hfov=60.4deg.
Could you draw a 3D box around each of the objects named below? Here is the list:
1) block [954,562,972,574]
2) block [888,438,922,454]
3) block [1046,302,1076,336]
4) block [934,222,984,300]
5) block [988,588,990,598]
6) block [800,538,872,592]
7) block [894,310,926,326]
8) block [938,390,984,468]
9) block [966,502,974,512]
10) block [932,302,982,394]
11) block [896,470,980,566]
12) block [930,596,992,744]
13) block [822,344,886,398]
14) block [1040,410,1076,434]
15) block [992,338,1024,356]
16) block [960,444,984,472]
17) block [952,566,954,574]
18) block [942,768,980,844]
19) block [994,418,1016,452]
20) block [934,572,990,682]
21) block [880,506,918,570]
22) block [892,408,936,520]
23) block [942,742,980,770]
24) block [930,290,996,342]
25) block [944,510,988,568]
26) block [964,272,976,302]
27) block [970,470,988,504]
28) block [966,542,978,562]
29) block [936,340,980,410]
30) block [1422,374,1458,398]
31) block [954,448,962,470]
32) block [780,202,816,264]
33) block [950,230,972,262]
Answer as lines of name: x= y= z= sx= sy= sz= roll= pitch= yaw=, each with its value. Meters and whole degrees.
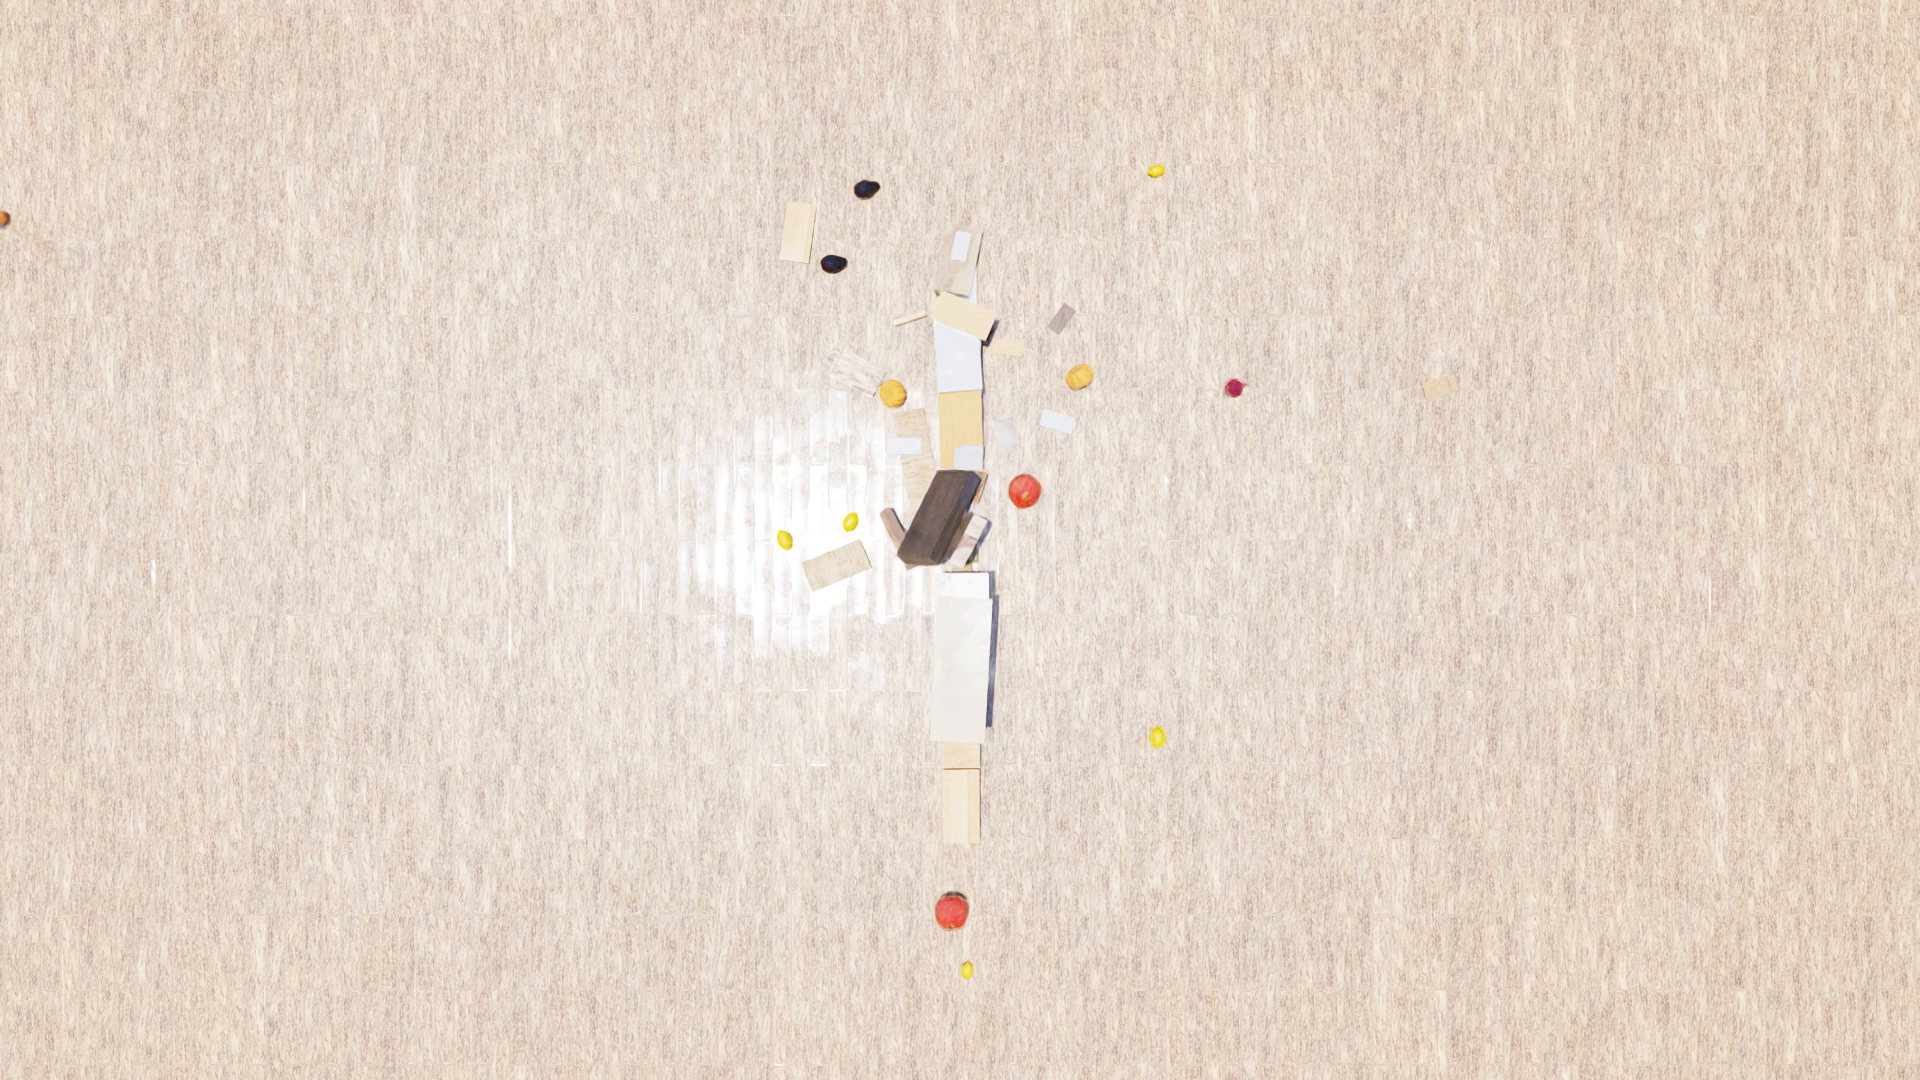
block: x=0.008 y=0.058 z=5.465 sx=0.056 sy=0.016 sz=0.113 roll=-1 pitch=60 yaw=0
block: x=-0.182 y=-0.311 z=5.462 sx=0.108 sy=0.015 sz=0.054 roll=1 pitch=90 yaw=0
block: x=0.338 y=-0.736 z=5.493 sx=0.050 sy=0.014 sz=0.100 roll=35 pitch=90 yaw=0
block: x=-0.005 y=-0.924 z=5.451 sx=0.120 sy=0.034 sz=0.240 roll=10 pitch=77 yaw=2
block: x=0.007 y=0.177 z=5.331 sx=0.169 sy=0.338 sz=0.048 roll=-1 pitch=90 yaw=0
block: x=-0.411 y=0.085 z=5.485 sx=0.213 sy=0.030 sz=0.107 roll=-22 pitch=90 yaw=0
block: x=-0.167 y=-0.734 z=5.473 sx=0.109 sy=0.054 sz=0.015 roll=-18 pitch=90 yaw=0
block: x=0.002 y=-0.385 z=5.437 sx=0.142 sy=0.040 sz=0.283 roll=-2 pitch=108 yaw=1
block: x=0.009 y=-0.116 z=5.476 sx=0.071 sy=0.020 sz=0.141 roll=4 pitch=100 yaw=-3
block: x=-0.009 y=-0.623 z=5.359 sx=0.142 sy=0.040 sz=0.284 roll=-5 pitch=87 yaw=0
block: x=-0.071 y=-0.075 z=5.357 sx=0.047 sy=0.167 sz=0.334 roll=41 pitch=65 yaw=-36
block: x=0.003 y=0.399 z=5.090 sx=0.167 sy=0.047 sz=0.444 roll=3 pitch=90 yaw=0
block: x=-0.353 y=-0.562 z=5.486 sx=0.194 sy=0.027 sz=0.097 roll=28 pitch=90 yaw=0
block: x=0.324 y=-0.394 z=5.492 sx=0.109 sy=0.015 sz=0.054 roll=17 pitch=90 yaw=0
block: x=0.159 y=-0.641 z=5.493 sx=0.100 sy=0.014 sz=0.050 roll=5 pitch=90 yaw=0
block: x=0.038 y=-0.248 z=5.423 sx=0.071 sy=0.020 sz=0.141 roll=1 pitch=122 yaw=-1
block: x=0.001 y=0.118 z=5.447 sx=0.056 sy=0.113 sz=0.016 roll=-1 pitch=120 yaw=0
block: x=0.004 y=0.877 z=5.449 sx=0.121 sy=0.034 sz=0.242 roll=-1 pitch=90 yaw=0
block: x=0.151 y=-0.348 z=5.492 sx=0.054 sy=0.015 sz=0.108 roll=-10 pitch=90 yaw=0
block: x=0.005 y=0.273 z=5.137 sx=0.169 sy=0.048 sz=0.338 roll=0 pitch=90 yaw=0
block: x=-0.202 y=-0.004 z=5.445 sx=0.030 sy=0.107 sz=0.213 roll=-27 pitch=90 yaw=-10
block: x=-0.131 y=-0.198 z=5.485 sx=0.107 sy=0.030 sz=0.471 roll=-11 pitch=90 yaw=0
block: x=0.004 y=0.634 z=5.457 sx=0.121 sy=0.034 sz=0.242 roll=-1 pitch=77 yaw=0
block: x=0.012 y=-0.724 z=5.330 sx=0.194 sy=0.027 sz=0.097 roll=23 pitch=87 yaw=1
block: x=0.004 y=-0.011 z=5.302 sx=0.047 sy=0.334 sz=0.167 roll=28 pitch=91 yaw=-9
block: x=-0.005 y=-0.792 z=5.483 sx=0.120 sy=0.034 sz=0.240 roll=0 pitch=90 yaw=0
block: x=0.048 y=-0.176 z=5.437 sx=0.054 sy=0.015 sz=0.108 roll=15 pitch=111 yaw=-8
block: x=0.030 y=0.022 z=5.466 sx=0.056 sy=0.016 sz=0.112 roll=0 pitch=61 yaw=0
block: x=-0.003 y=-0.569 z=5.433 sx=0.142 sy=0.040 sz=0.284 roll=1 pitch=103 yaw=0
block: x=1.596 y=-0.510 z=5.492 sx=0.109 sy=0.015 sz=0.054 roll=-16 pitch=90 yaw=0
block: x=0.015 y=-0.237 z=5.454 sx=0.071 sy=0.020 sz=0.141 roll=0 pitch=122 yaw=0
block: x=-0.538 y=-1.021 z=5.486 sx=0.097 sy=0.027 sz=0.193 roll=8 pitch=90 yaw=0
block: x=0.003 y=-0.967 z=5.436 sx=0.050 sy=0.014 sz=0.100 roll=12 pitch=77 yaw=3
